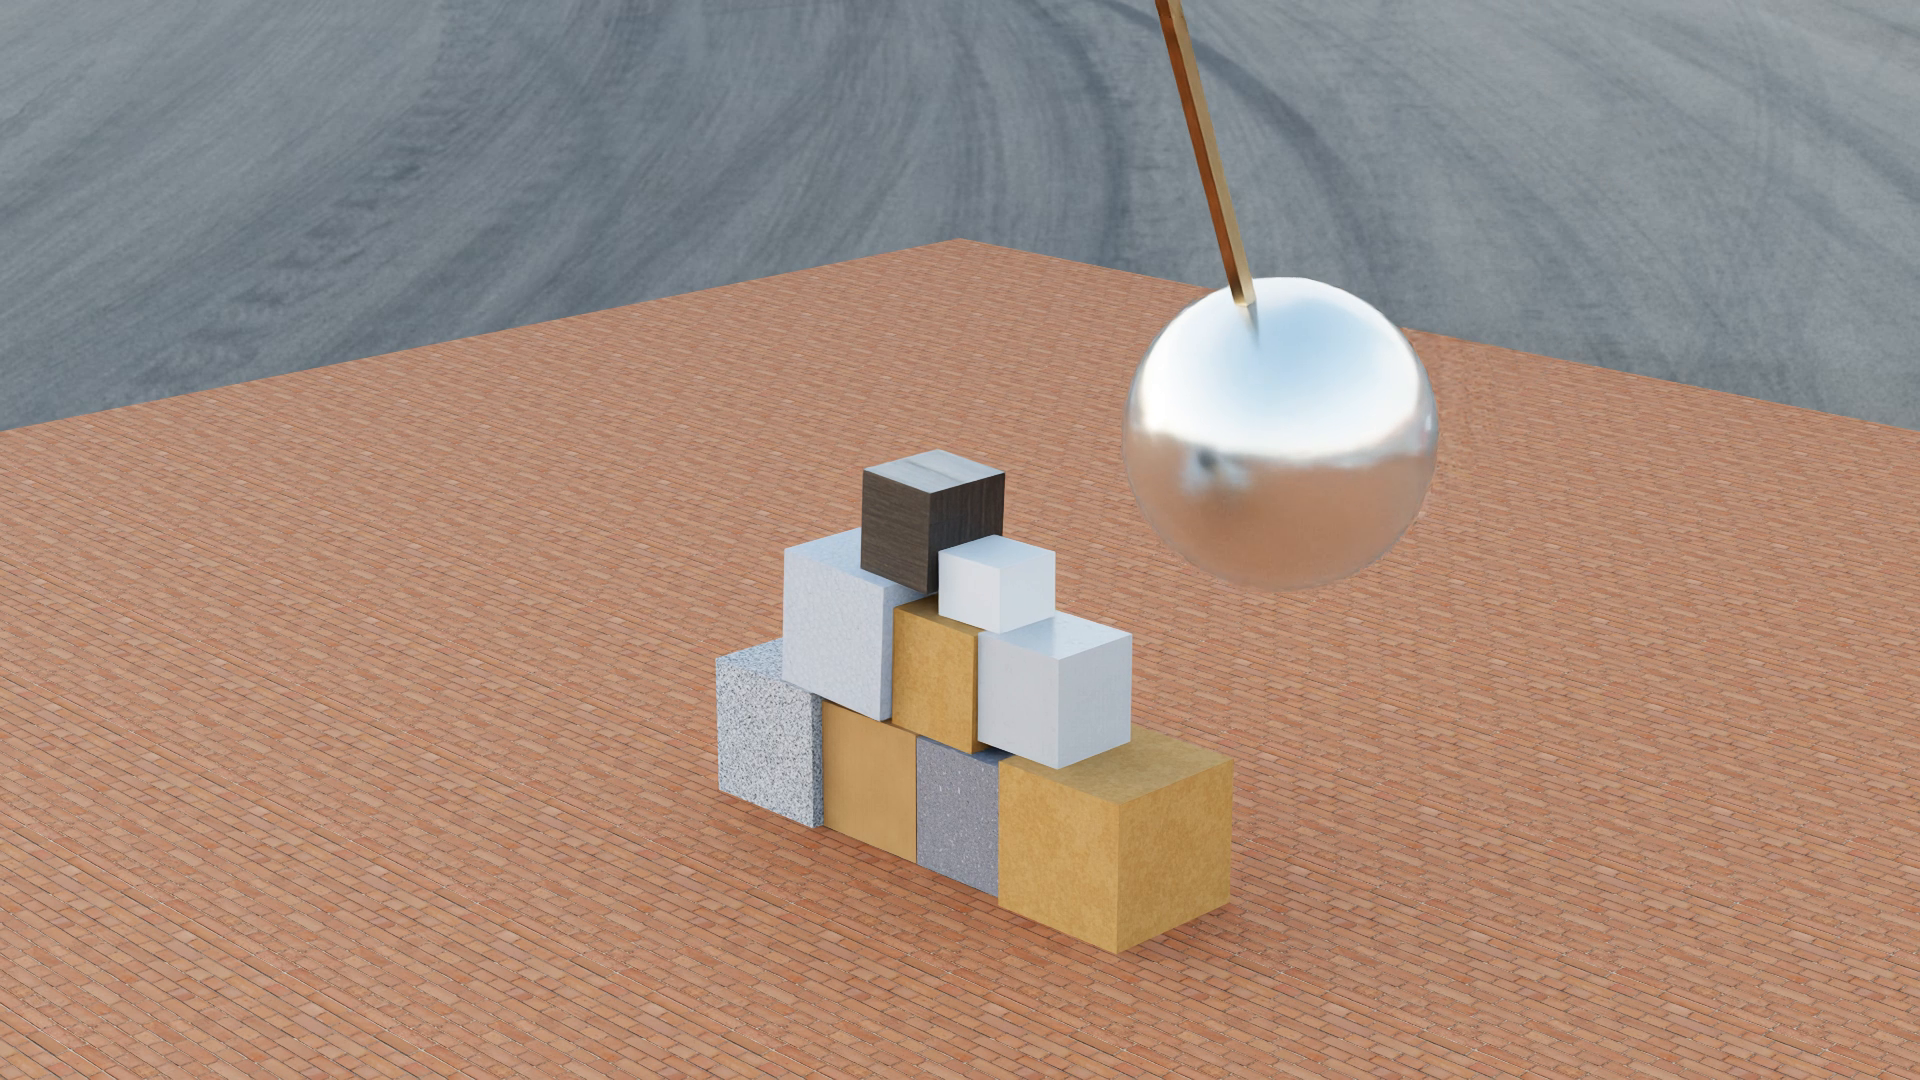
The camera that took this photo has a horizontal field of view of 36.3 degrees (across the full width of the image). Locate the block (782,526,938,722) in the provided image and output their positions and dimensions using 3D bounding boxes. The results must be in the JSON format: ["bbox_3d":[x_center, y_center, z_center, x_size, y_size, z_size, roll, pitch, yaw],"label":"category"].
[{"bbox_3d":[-0.344,0.363,13.833,0.711,0.657,0.671,-17,27,-42],"label":"block"}]

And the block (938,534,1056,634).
[{"bbox_3d":[0.166,0.196,13.207,0.383,0.301,0.359,16,24,43],"label":"block"}]

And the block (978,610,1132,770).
[{"bbox_3d":[0.422,0.659,13.086,0.477,0.510,0.493,-17,24,-42],"label":"block"}]

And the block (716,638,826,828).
[{"bbox_3d":[-0.702,0.902,14.333,0.682,0.685,0.690,-17,24,-42],"label":"block"}]

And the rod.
[{"bbox_3d":[0.703,-3.256,13.056,0.080,5.200,0.080,17,46,42],"label":"rod"}]

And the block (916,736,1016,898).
[{"bbox_3d":[0.210,1.200,13.479,0.583,0.628,0.573,-17,24,-42],"label":"block"}]

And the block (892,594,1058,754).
[{"bbox_3d":[0.068,0.577,13.447,0.550,0.567,0.515,-17,25,-42],"label":"block"}]

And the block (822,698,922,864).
[{"bbox_3d":[-0.220,1.065,13.894,0.586,0.636,0.633,-17,24,-42],"label":"block"}]

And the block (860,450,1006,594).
[{"bbox_3d":[-0.126,-0.089,13.427,0.480,0.482,0.438,-17,27,-42],"label":"block"}]

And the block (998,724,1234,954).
[{"bbox_3d":[0.691,1.302,13.047,0.757,0.693,0.712,-17,24,-42],"label":"block"}]

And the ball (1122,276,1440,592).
[{"bbox_3d":[1.623,-0.535,14.875,1.600,1.600,1.600,0,17,0],"label":"ball"}]
